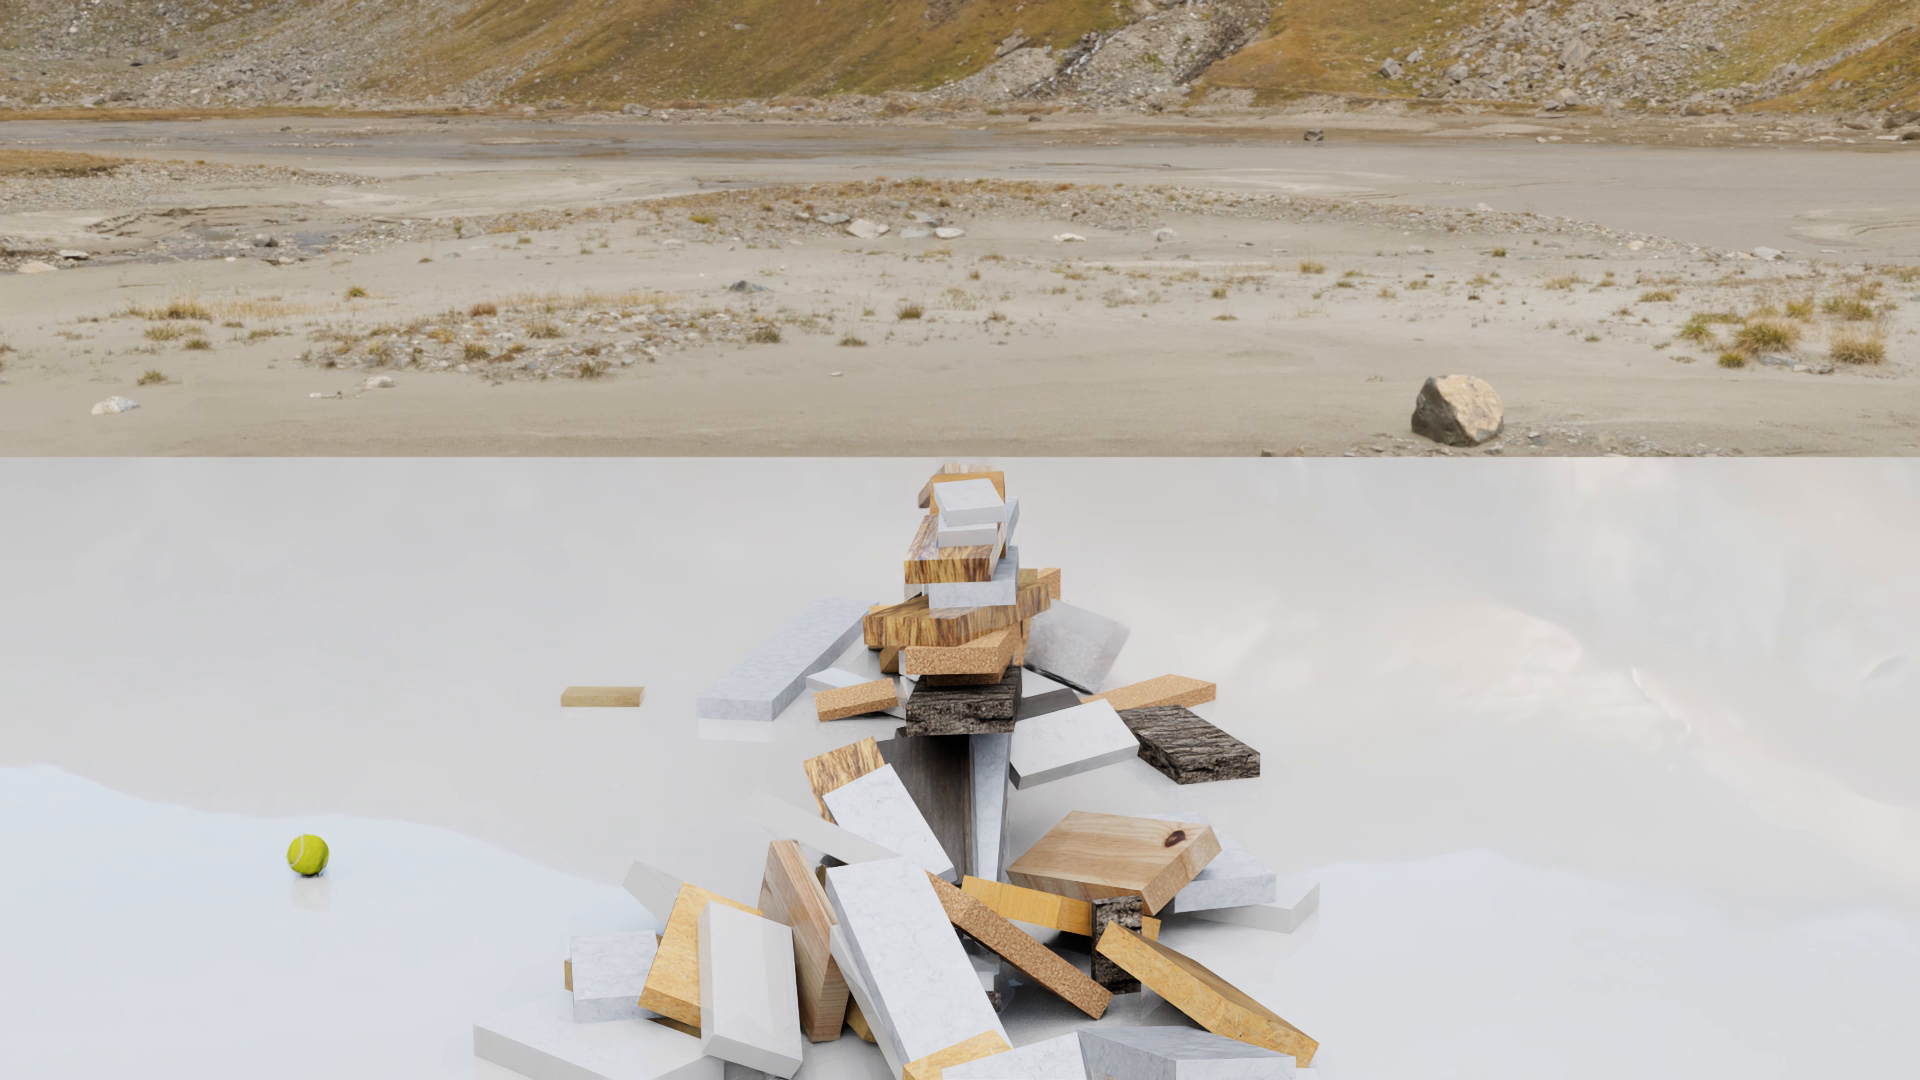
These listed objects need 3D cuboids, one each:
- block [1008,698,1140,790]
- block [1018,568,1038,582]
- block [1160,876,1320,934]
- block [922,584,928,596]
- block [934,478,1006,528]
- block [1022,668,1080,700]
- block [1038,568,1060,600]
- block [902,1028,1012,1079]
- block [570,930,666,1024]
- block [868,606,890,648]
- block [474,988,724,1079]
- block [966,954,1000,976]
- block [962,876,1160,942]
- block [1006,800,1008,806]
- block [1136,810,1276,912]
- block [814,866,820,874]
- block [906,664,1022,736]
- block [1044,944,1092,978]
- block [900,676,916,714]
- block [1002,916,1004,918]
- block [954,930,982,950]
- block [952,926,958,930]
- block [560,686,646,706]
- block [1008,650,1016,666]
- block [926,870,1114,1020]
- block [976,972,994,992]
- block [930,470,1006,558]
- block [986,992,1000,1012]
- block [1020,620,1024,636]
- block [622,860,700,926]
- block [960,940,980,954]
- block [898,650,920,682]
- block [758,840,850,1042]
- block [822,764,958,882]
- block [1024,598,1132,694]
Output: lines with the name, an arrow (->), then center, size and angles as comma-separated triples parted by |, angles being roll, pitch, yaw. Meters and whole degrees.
block -> 0.178, 0.354, 3.819 | 0.240, 0.034, 0.120 | -12, 44, -26
block -> 0.065, 0.070, 4.197 | 0.088, 0.025, 0.176 | 2, 3, 33
block -> 0.427, 0.580, 3.609 | 0.291, 0.041, 0.145 | 5, 12, 27
block -> 0.005, 0.157, 4.340 | 0.152, 0.355, 0.043 | -3, 14, -5
block -> 0.015, -0.067, 3.868 | 0.102, 0.029, 0.203 | -6, 16, -6
block -> 0.146, 0.338, 4.924 | 0.130, 0.037, 0.261 | -6, 12, -28
block -> 0.191, 0.158, 5.639 | 0.037, 0.130, 0.260 | 5, 12, 24
block -> 0.057, 0.690, 2.592 | 0.131, 0.037, 0.262 | -15, 34, -30
block -> -0.492, 0.622, 3.146 | 0.125, 0.035, 0.249 | -2, 11, -11
block -> -0.138, 0.209, 5.262 | 0.160, 0.045, 0.319 | -1, -13, -4
block -> -0.492, 0.694, 2.984 | 0.324, 0.046, 0.162 | 9, 14, 39
block -> -0.003, 0.620, 3.189 | 0.092, 0.026, 0.185 | 2, -14, -8
block -> 0.155, 0.565, 3.326 | 0.166, 0.047, 0.333 | 7, -11, 32
block -> 0.007, 0.404, 4.292 | 0.175, 0.049, 0.349 | 0, 25, 2
block -> 0.374, 0.528, 3.642 | 0.172, 0.049, 0.344 | -3, 11, -16
block -> -0.164, 0.588, 3.340 | 0.034, 0.120, 0.239 | 11, 4, -31
block -> 0.011, 0.265, 3.668 | 0.171, 0.048, 0.341 | -2, 7, 4
block -> 0.162, 0.644, 3.320 | 0.143, 0.020, 0.072 | 9, 14, 39
block -> -0.013, 0.373, 4.510 | 0.175, 0.049, 0.349 | -2, 22, -9
block -> -0.012, 0.564, 3.342 | 0.086, 0.024, 0.200 | -13, -16, 38
block -> -0.012, 0.608, 3.341 | 0.067, 0.019, 0.133 | -3, -15, 13
block -> -0.012, 0.574, 3.285 | 0.067, 0.019, 0.133 | -3, -13, 12
block -> -0.795, 0.349, 4.900 | 0.174, 0.025, 0.087 | 0, 11, 0
block -> 0.020, 0.318, 3.993 | 0.135, 0.038, 0.438 | 2, 36, 5
block -> 0.069, 0.574, 3.133 | 0.305, 0.043, 0.153 | 39, -12, -32
block -> 0.001, 0.636, 3.145 | 0.092, 0.026, 0.184 | 0, -14, 0
block -> 0.014, -0.046, 4.085 | 0.138, 0.039, 0.275 | -4, 28, 3
block -> 0.005, 0.648, 3.081 | 0.092, 0.026, 0.184 | 0, -13, -3
block -> 0.039, 0.153, 4.177 | 0.135, 0.038, 0.271 | 1, 3, -4
block -> -0.391, 0.585, 3.370 | 0.159, 0.045, 0.318 | 29, -4, -28
block -> -0.022, 0.612, 3.265 | 0.092, 0.026, 0.184 | -1, -14, 4
block -> -0.015, 0.262, 4.574 | 0.175, 0.049, 0.349 | -2, 1, -10
block -> -0.225, 0.572, 3.163 | 0.041, 0.145, 0.291 | 2, 24, -24
block -> -0.111, 0.462, 3.423 | 0.120, 0.034, 0.239 | -25, 46, -11
block -> 0.252, 0.239, 5.104 | 0.047, 0.165, 0.330 | 33, -7, -30
